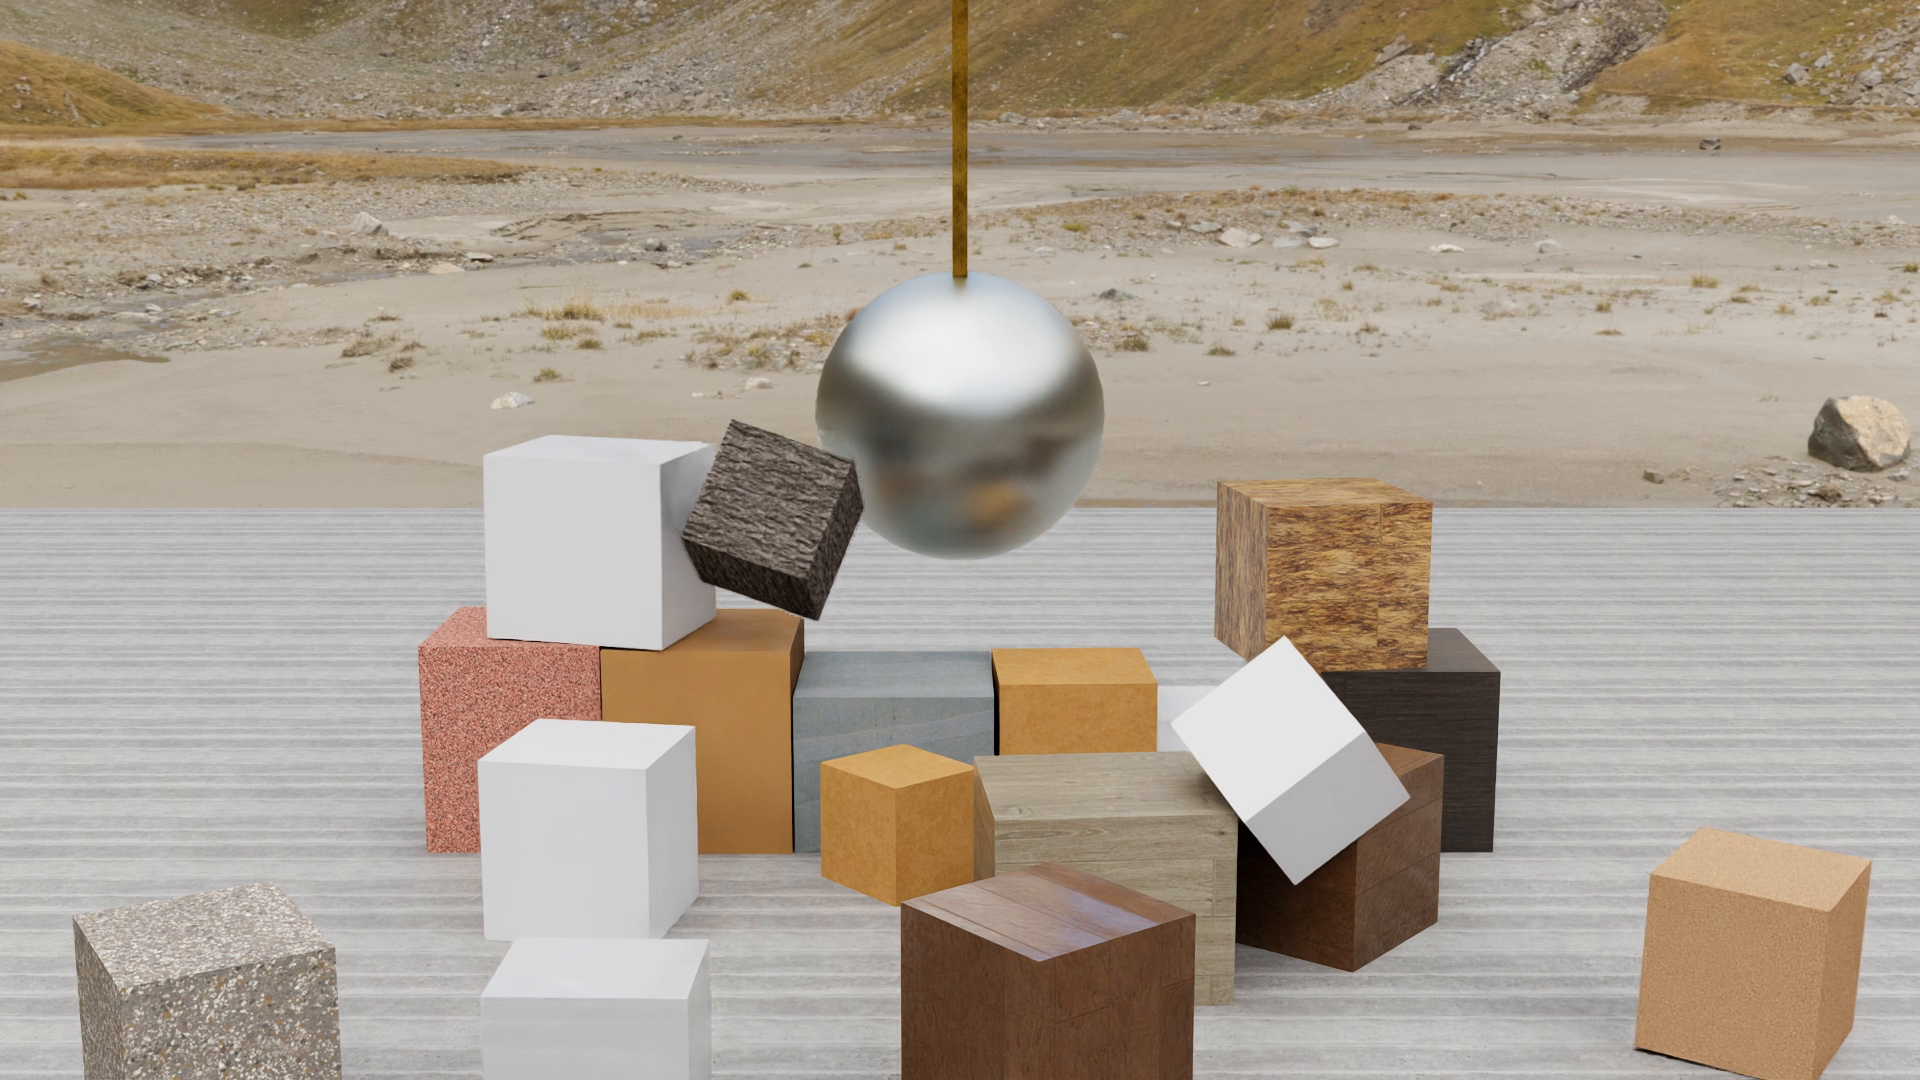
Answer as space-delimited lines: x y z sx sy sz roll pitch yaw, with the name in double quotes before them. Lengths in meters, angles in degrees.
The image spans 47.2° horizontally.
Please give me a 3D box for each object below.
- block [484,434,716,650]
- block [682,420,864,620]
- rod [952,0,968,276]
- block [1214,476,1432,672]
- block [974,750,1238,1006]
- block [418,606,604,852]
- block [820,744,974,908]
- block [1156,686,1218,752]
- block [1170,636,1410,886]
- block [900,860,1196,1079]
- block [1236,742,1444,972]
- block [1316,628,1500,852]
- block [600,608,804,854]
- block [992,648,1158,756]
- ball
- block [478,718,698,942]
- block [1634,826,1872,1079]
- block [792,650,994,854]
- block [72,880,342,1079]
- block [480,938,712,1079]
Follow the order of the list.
"block" -1.806 -0.006 11.139 0.920 0.917 0.797 3 11 13
"block" -0.911 -0.089 10.855 0.634 0.644 0.678 19 -17 8
"rod" 0.000 -3.868 10.949 0.080 5.200 0.080 0 21 0
"block" 1.825 0.162 11.166 0.837 0.829 0.844 -2 10 -10
"block" 0.593 1.435 9.390 0.988 0.817 0.940 -1 10 -5
"block" -2.216 0.958 11.350 0.889 1.055 0.949 0 10 0
"block" -0.287 1.354 10.525 0.516 0.571 0.573 -9 13 -40
"block" 1.374 1.156 11.404 0.791 0.646 0.694 0 10 -1
"block" 1.376 0.919 9.173 0.605 0.568 0.631 -38 44 2
"block" 0.311 1.708 7.919 0.738 0.805 0.756 -8 13 -38
"block" 1.615 1.363 9.874 0.794 0.786 0.794 8 13 38
"block" 2.217 1.016 11.383 0.886 0.928 0.986 0 10 0
"block" -1.298 0.966 11.360 0.928 1.035 1.010 0 10 0
"block" 0.574 1.061 11.365 0.786 0.847 0.788 0 10 -2
"ball" 0.000 -0.686 12.145 1.600 1.600 1.600 0 10 0
"block" -1.672 1.321 9.995 0.768 0.825 0.725 2 10 10
"block" 3.112 1.618 8.624 0.660 0.709 0.712 9 14 33
"block" -0.330 1.079 11.395 0.991 0.800 1.001 0 10 0
"block" -2.676 1.751 7.823 0.714 0.756 0.815 -6 12 -31
"block" -1.281 1.817 7.859 0.710 0.613 0.566 0 10 1
